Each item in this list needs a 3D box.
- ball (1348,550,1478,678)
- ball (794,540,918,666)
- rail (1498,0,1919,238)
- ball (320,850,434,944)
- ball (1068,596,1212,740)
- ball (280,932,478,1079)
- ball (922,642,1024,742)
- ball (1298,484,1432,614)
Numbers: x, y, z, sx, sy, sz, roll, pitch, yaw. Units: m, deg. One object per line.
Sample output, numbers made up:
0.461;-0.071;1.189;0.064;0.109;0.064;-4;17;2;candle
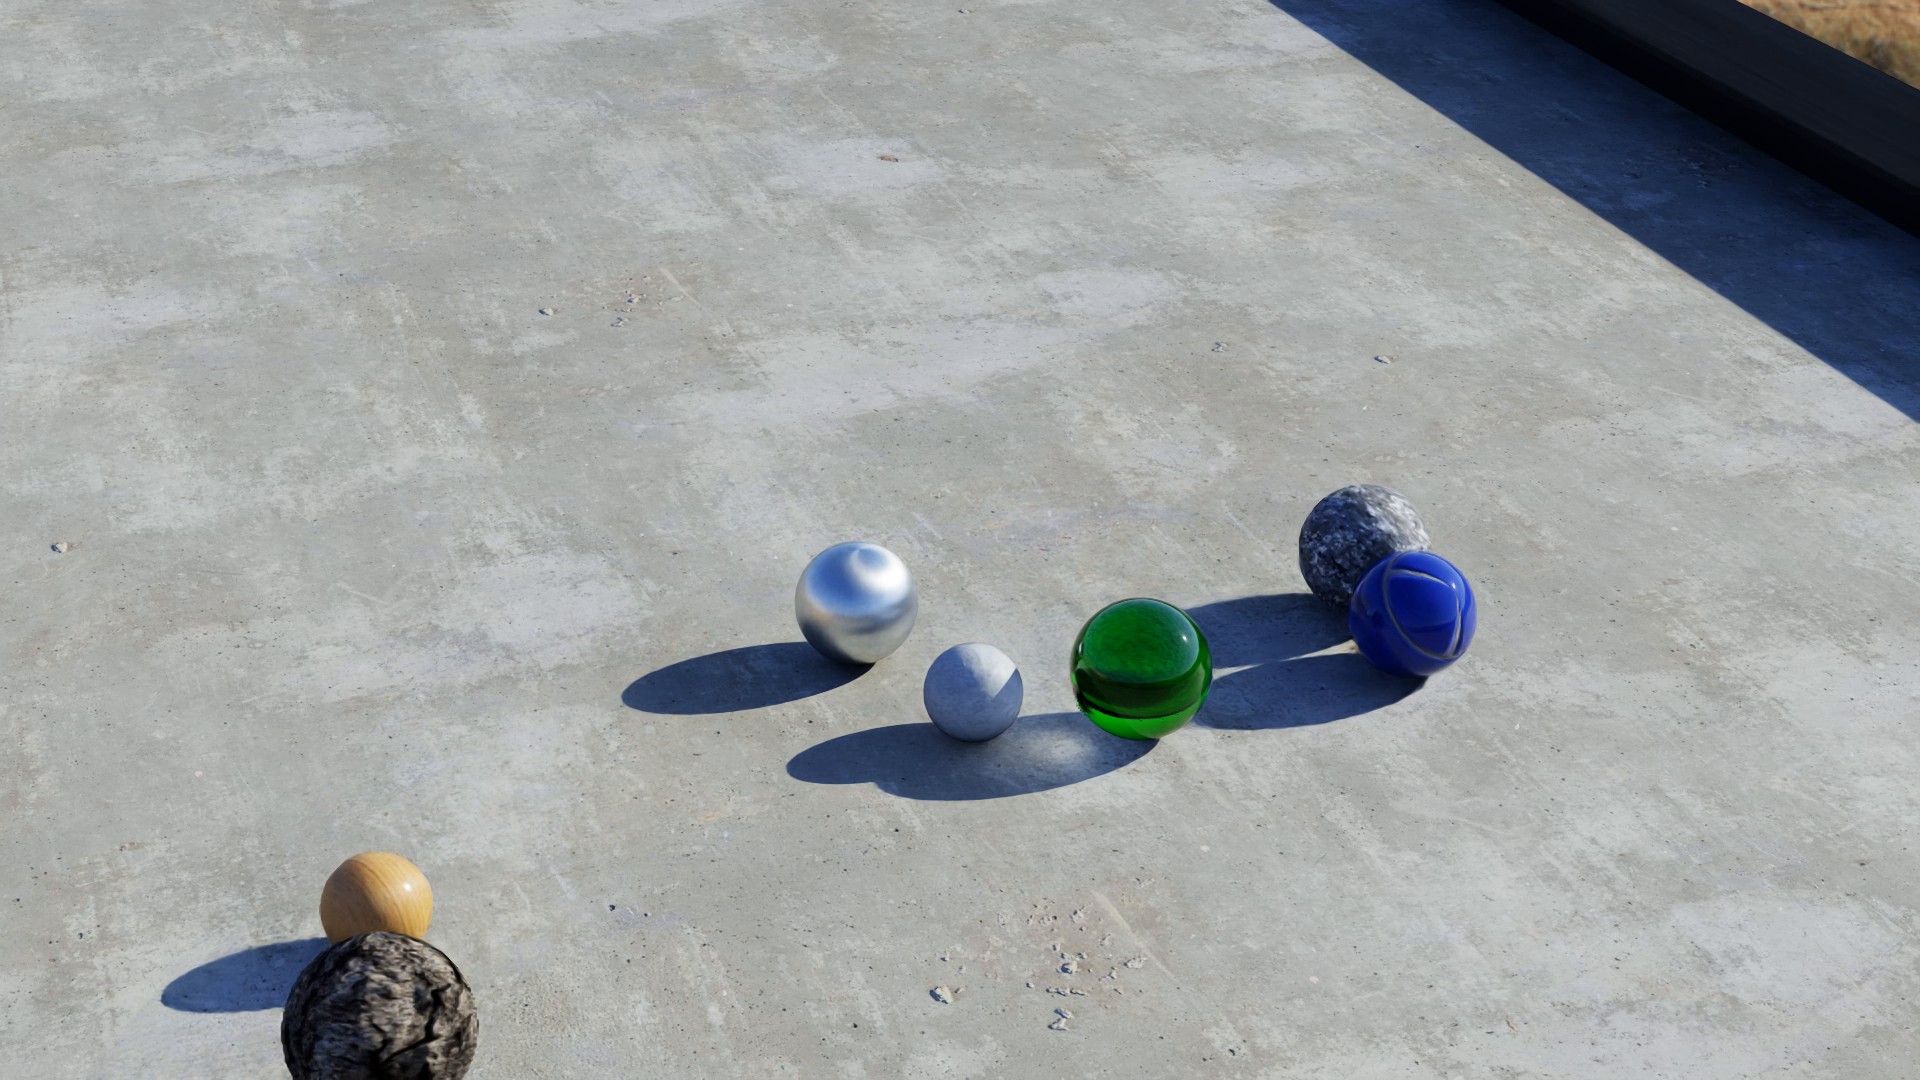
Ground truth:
0.283;0.046;1.837;0.080;0.080;0.080;0;27;0;ball
-0.065;0.040;1.852;0.078;0.078;0.078;0;27;0;ball
0.649;-0.516;2.908;0.045;0.123;3.342;-9;28;-17;rail
-0.310;0.195;1.563;0.060;0.060;0.060;0;27;0;ball
0.109;0.077;1.768;0.086;0.086;0.086;0;27;0;ball
-0.283;0.239;1.437;0.095;0.095;0.095;0;27;0;ball
0.008;0.092;1.769;0.060;0.060;0.060;0;27;0;ball
0.263;0.007;1.908;0.086;0.086;0.086;0;27;0;ball
